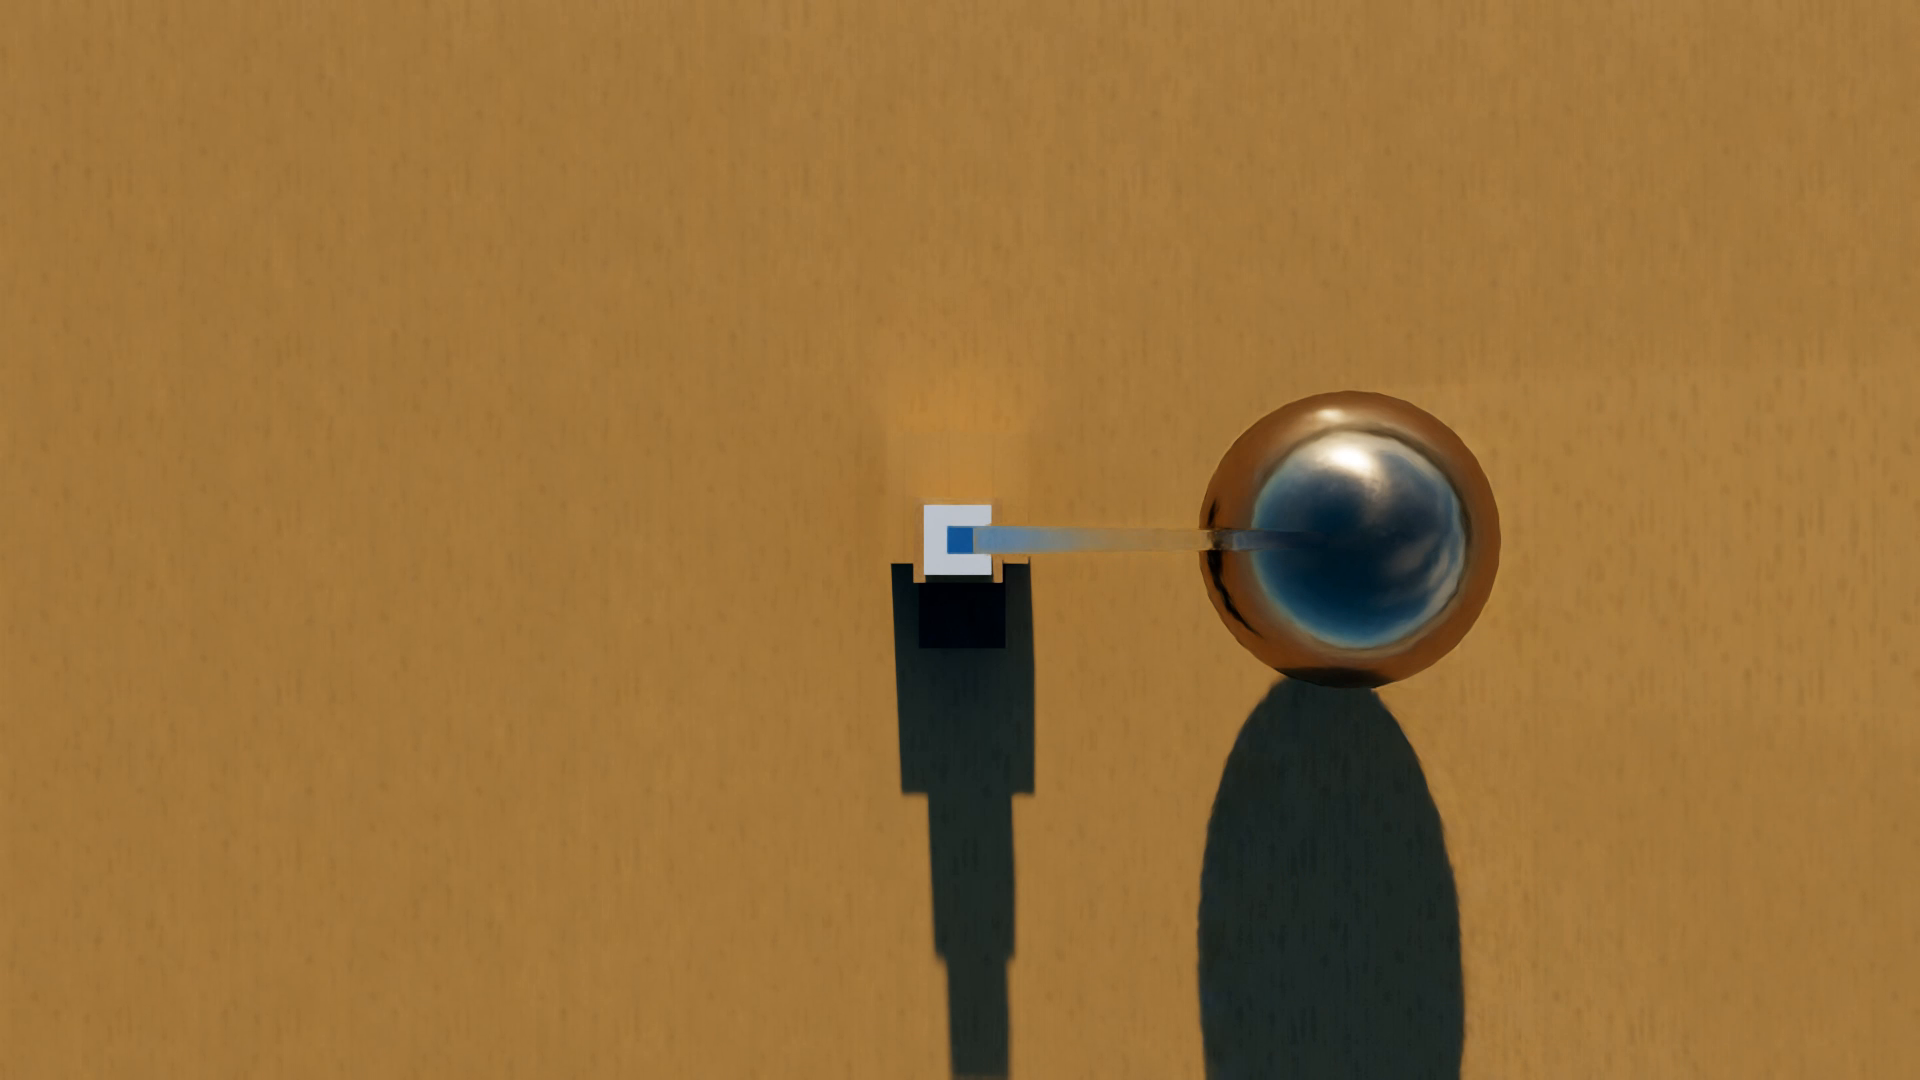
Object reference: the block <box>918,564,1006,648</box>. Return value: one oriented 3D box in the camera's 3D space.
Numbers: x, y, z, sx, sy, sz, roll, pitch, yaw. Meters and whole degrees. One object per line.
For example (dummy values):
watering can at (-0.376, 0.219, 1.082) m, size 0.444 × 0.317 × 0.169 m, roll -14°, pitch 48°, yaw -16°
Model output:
block at (0.012, 0.377, 12.720) m, size 0.490 × 0.560 × 0.472 m, roll 0°, pitch 90°, yaw 0°

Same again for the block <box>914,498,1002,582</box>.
block at (-0.011, 0.000, 12.145) m, size 0.483 × 0.412 × 0.463 m, roll 0°, pitch 90°, yaw 0°

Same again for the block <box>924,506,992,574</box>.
block at (-0.013, 0.000, 11.754) m, size 0.354 × 0.370 × 0.367 m, roll 0°, pitch 90°, yaw 0°

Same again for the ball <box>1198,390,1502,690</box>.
ball at (2.074, 0.000, 11.772) m, size 1.600 × 1.600 × 1.600 m, roll 0°, pitch 90°, yaw 0°

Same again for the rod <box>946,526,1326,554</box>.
rod at (0.899, 0.000, 8.581) m, size 0.080 × 5.200 × 0.080 m, roll 0°, pitch 90°, yaw 20°

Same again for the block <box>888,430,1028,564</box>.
block at (-0.013, -0.241, 12.676) m, size 0.792 × 0.649 × 0.745 m, roll 0°, pitch 90°, yaw 0°
